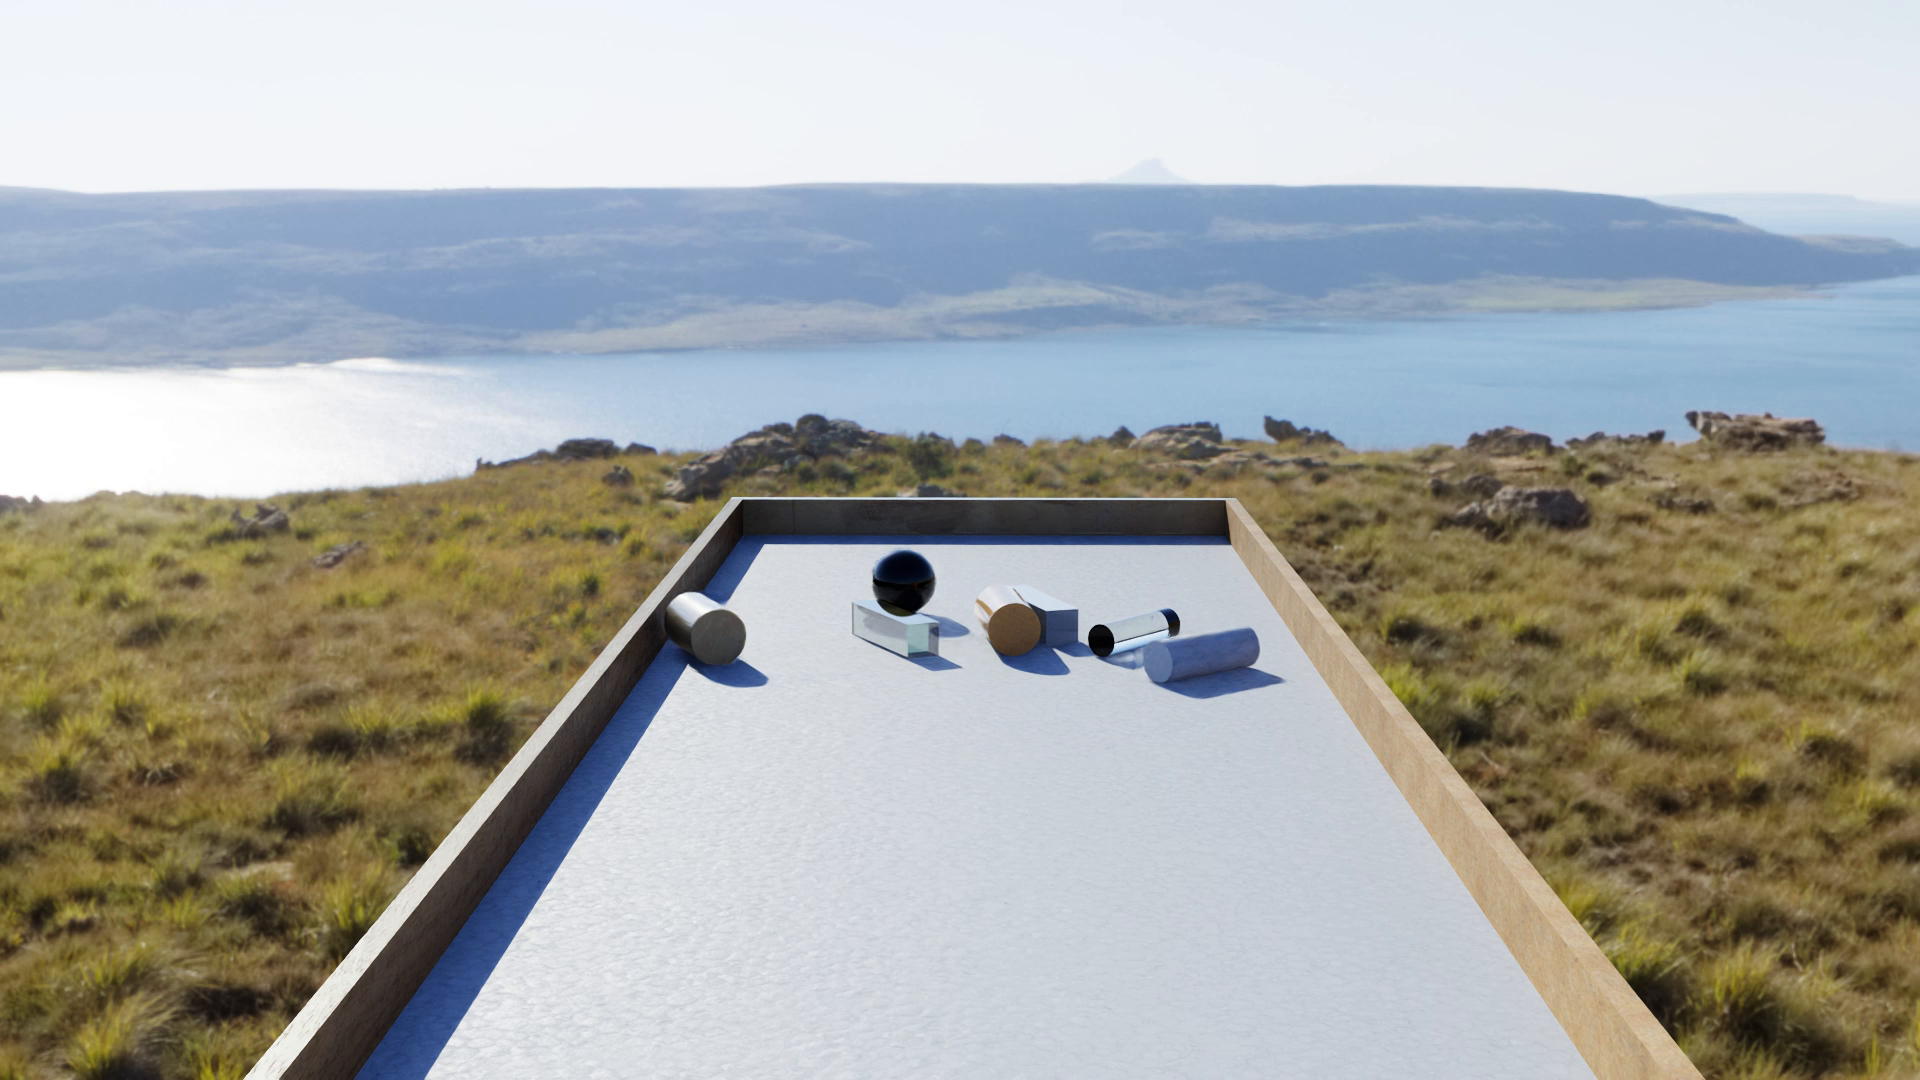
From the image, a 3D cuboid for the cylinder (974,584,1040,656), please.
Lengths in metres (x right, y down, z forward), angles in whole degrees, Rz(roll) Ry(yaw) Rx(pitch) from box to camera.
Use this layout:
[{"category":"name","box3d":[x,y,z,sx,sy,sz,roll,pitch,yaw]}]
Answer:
[{"category":"cylinder","box3d":[0.147,0.249,6.910,0.165,0.165,0.332,-1,9,-7]}]

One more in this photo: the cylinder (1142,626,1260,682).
[{"category":"cylinder","box3d":[0.715,0.335,6.498,0.365,0.124,0.124,-7,12,-39]}]

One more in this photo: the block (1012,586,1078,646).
[{"category":"block","box3d":[0.247,0.241,7.142,0.109,0.109,0.452,-3,10,-19]}]

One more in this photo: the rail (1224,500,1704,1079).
[{"category":"rail","box3d":[1.046,0.843,3.208,0.050,0.150,12.000,0,9,1]}]

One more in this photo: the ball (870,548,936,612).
[{"category":"ball","box3d":[-0.191,0.140,7.420,0.220,0.220,0.220,0,9,0]}]

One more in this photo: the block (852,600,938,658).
[{"category":"block","box3d":[-0.207,0.277,6.921,0.106,0.106,0.424,-4,10,-26]}]

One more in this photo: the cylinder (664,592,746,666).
[{"category":"cylinder","box3d":[-0.784,0.271,6.745,0.174,0.174,0.302,-4,10,-23]}]

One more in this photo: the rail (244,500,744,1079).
[{"category":"rail","box3d":[-1.004,0.839,3.234,0.050,0.150,12.000,0,9,1]}]

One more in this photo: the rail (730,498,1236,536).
[{"category":"rail","box3d":[0.099,-0.098,9.147,2.100,0.150,0.050,0,9,1]}]

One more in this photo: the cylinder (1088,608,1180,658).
[{"category":"cylinder","box3d":[0.546,0.287,6.869,0.102,0.102,0.353,8,12,39]}]
